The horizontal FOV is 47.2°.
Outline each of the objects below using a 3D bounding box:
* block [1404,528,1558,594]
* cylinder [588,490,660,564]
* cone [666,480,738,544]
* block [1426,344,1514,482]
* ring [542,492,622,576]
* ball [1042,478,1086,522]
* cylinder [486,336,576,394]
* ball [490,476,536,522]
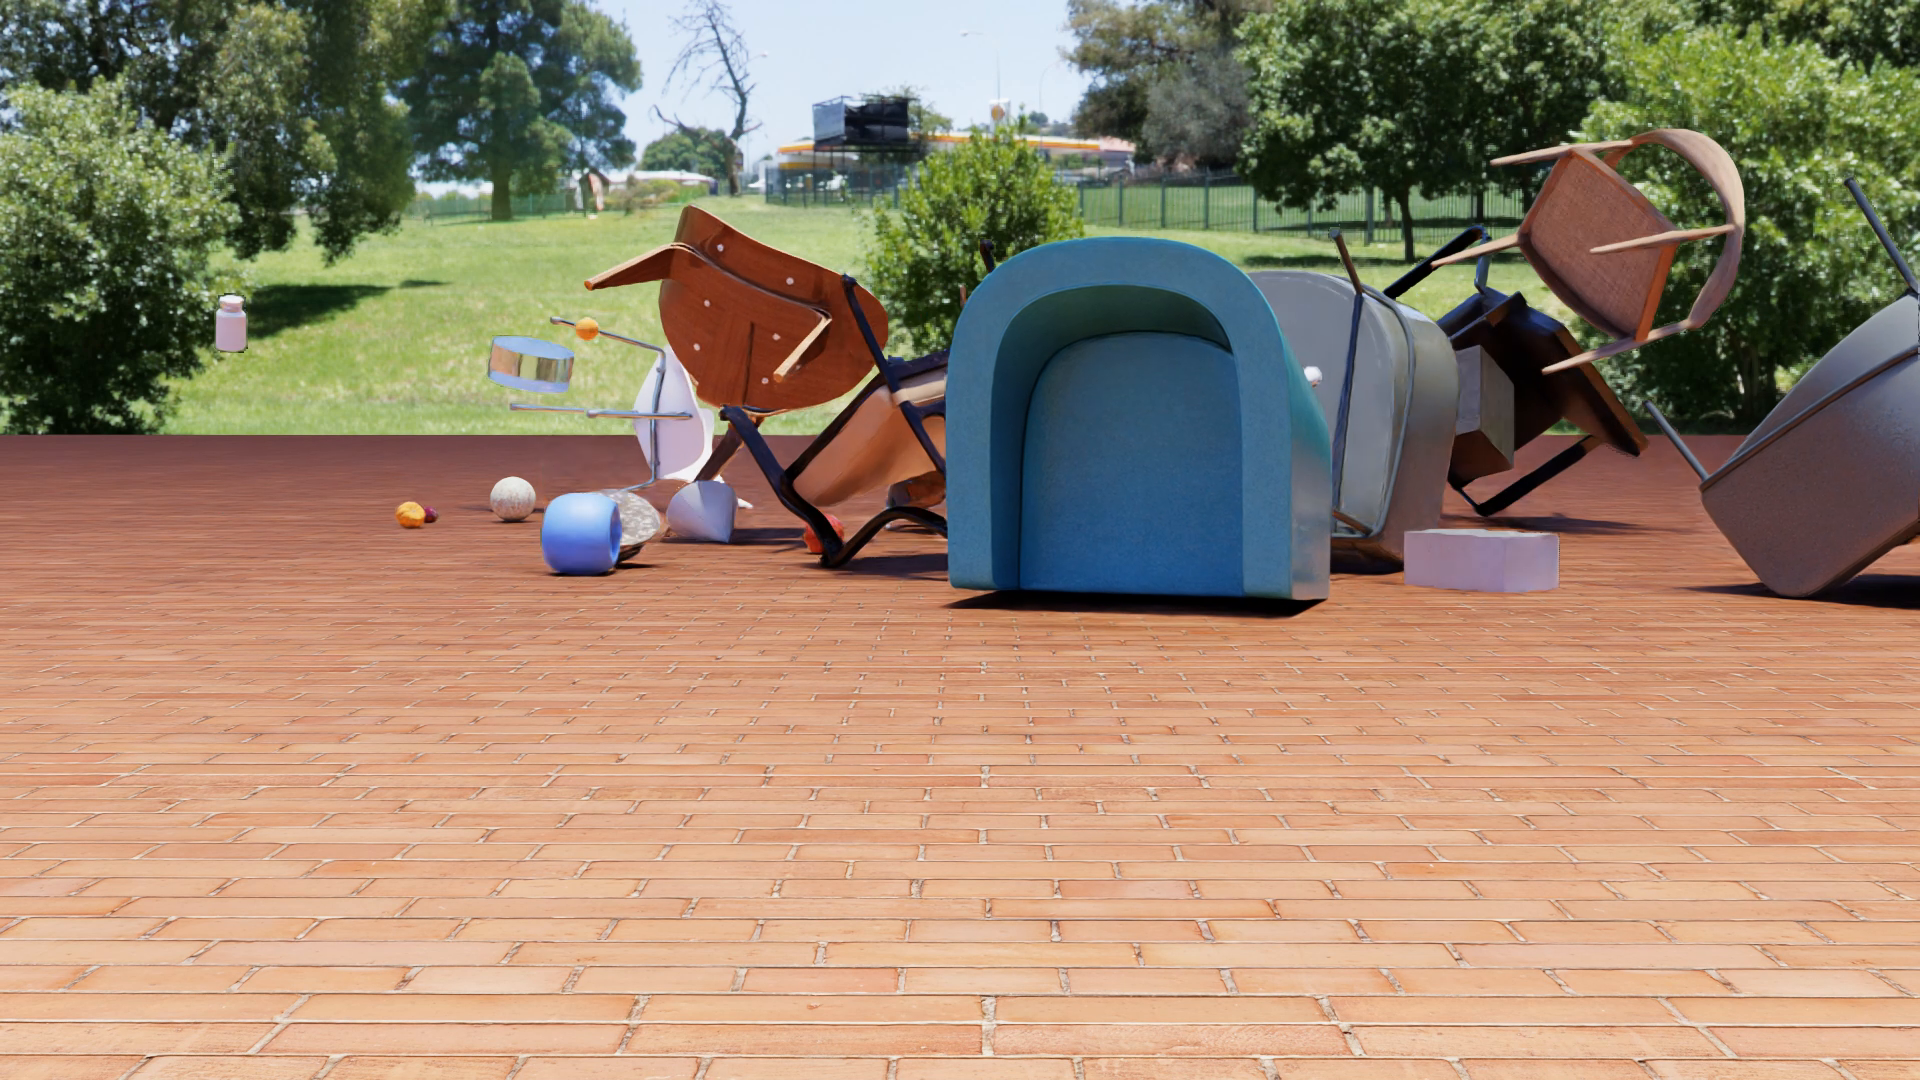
[{"bbox_3d":[1.179,0.045,4.987,0.187,0.123,0.286,-3,5,-38],"label":"block"},{"bbox_3d":[-0.891,-0.033,5.565,0.227,0.145,0.166,6,-19,-21],"label":"cylinder"},{"bbox_3d":[-0.718,-0.040,6.457,0.252,0.208,0.170,26,17,-48],"label":"cone"},{"bbox_3d":[1.535,-0.380,6.602,0.169,0.301,0.238,-15,-37,35],"label":"block"},{"bbox_3d":[-0.915,-0.015,5.329,0.161,0.198,0.221,2,21,2],"label":"ring"},{"bbox_3d":[0.234,-0.091,4.970,0.102,0.102,0.102,0,4,0],"label":"ball"},{"bbox_3d":[-1.560,-0.639,7.997,0.300,0.129,0.295,-2,21,-45],"label":"cylinder"},{"bbox_3d":[-1.509,-0.137,7.429,0.153,0.153,0.153,0,4,0],"label":"ball"}]
